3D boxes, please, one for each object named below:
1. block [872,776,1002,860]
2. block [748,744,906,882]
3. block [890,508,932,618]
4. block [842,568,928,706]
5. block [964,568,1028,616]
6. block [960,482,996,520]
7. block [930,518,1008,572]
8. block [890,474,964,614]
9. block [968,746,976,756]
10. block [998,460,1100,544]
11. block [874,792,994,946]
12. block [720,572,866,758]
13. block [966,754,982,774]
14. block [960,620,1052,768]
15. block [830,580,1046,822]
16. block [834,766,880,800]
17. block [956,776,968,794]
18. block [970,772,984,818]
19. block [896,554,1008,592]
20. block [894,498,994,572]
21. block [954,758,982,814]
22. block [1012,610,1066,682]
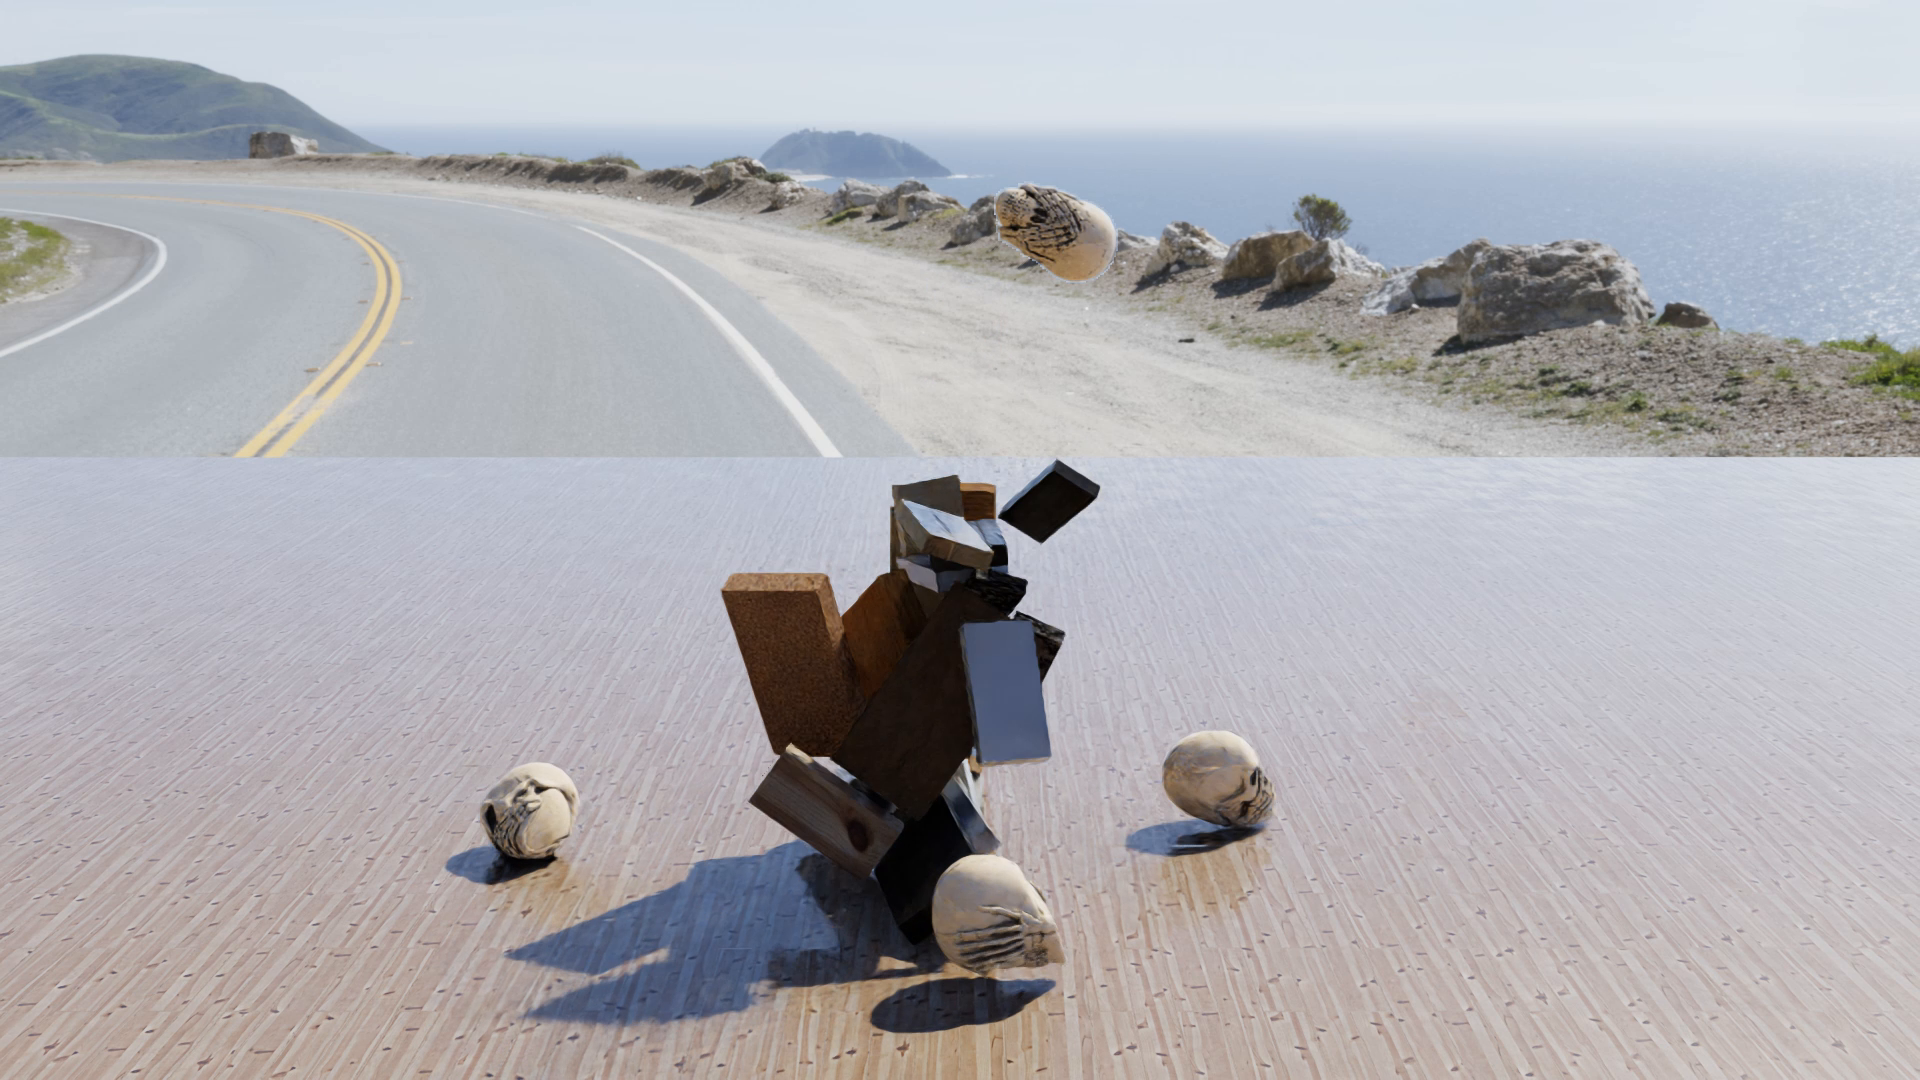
[{"bbox_3d":[-0.055,0.478,3.754,0.158,0.045,0.316,-37,29,-2],"label":"block"},{"bbox_3d":[-0.216,0.442,3.562,0.229,0.114,0.032,35,21,-2],"label":"block"},{"bbox_3d":[-0.066,0.120,4.040,0.118,0.360,0.034,1,3,11],"label":"block"},{"bbox_3d":[-0.146,0.202,3.852,0.050,0.178,0.356,-17,-16,-29],"label":"block"},{"bbox_3d":[0.013,0.146,3.754,0.090,0.026,0.318,16,-36,-14],"label":"block"},{"bbox_3d":[0.002,0.145,4.161,0.126,0.540,0.036,2,26,6],"label":"block"},{"bbox_3d":[0.009,0.008,3.785,0.126,0.036,0.251,-6,11,-3],"label":"block"},{"bbox_3d":[-0.047,0.007,3.971,0.118,0.237,0.034,-11,8,-19],"label":"block"},{"bbox_3d":[-0.008,0.409,4.261,0.094,0.027,0.189,1,-9,11],"label":"block"},{"bbox_3d":[0.151,-0.064,3.745,0.090,0.026,0.181,31,-38,-14],"label":"block"},{"bbox_3d":[-0.057,0.520,3.567,0.158,0.045,0.316,-37,23,0],"label":"block"},{"bbox_3d":[-0.272,0.217,3.747,0.178,0.356,0.050,0,35,22],"label":"block"},{"bbox_3d":[-0.017,0.424,4.179,0.095,0.027,0.189,2,-8,8],"label":"block"},{"bbox_3d":[0.072,0.244,3.517,0.114,0.229,0.032,-3,-20,-15],"label":"block"},{"bbox_3d":[-0.036,0.263,3.607,0.178,0.356,0.050,35,0,0],"label":"block"},{"bbox_3d":[-0.159,0.408,3.859,0.158,0.045,0.316,-43,6,-37],"label":"block"},{"bbox_3d":[-0.028,0.498,3.818,0.104,0.029,0.208,-31,24,7],"label":"block"},{"bbox_3d":[-0.007,0.477,4.204,0.095,0.027,0.315,0,11,-2],"label":"block"},{"bbox_3d":[-0.015,0.050,3.811,0.126,0.036,0.251,-8,7,-16],"label":"block"},{"bbox_3d":[-0.028,-0.009,3.610,0.114,0.032,0.229,17,11,-17],"label":"block"},{"bbox_3d":[-0.024,0.464,3.945,0.104,0.029,0.208,-30,31,8],"label":"block"},{"bbox_3d":[0.110,0.199,3.737,0.090,0.181,0.026,24,50,1],"label":"block"}]
